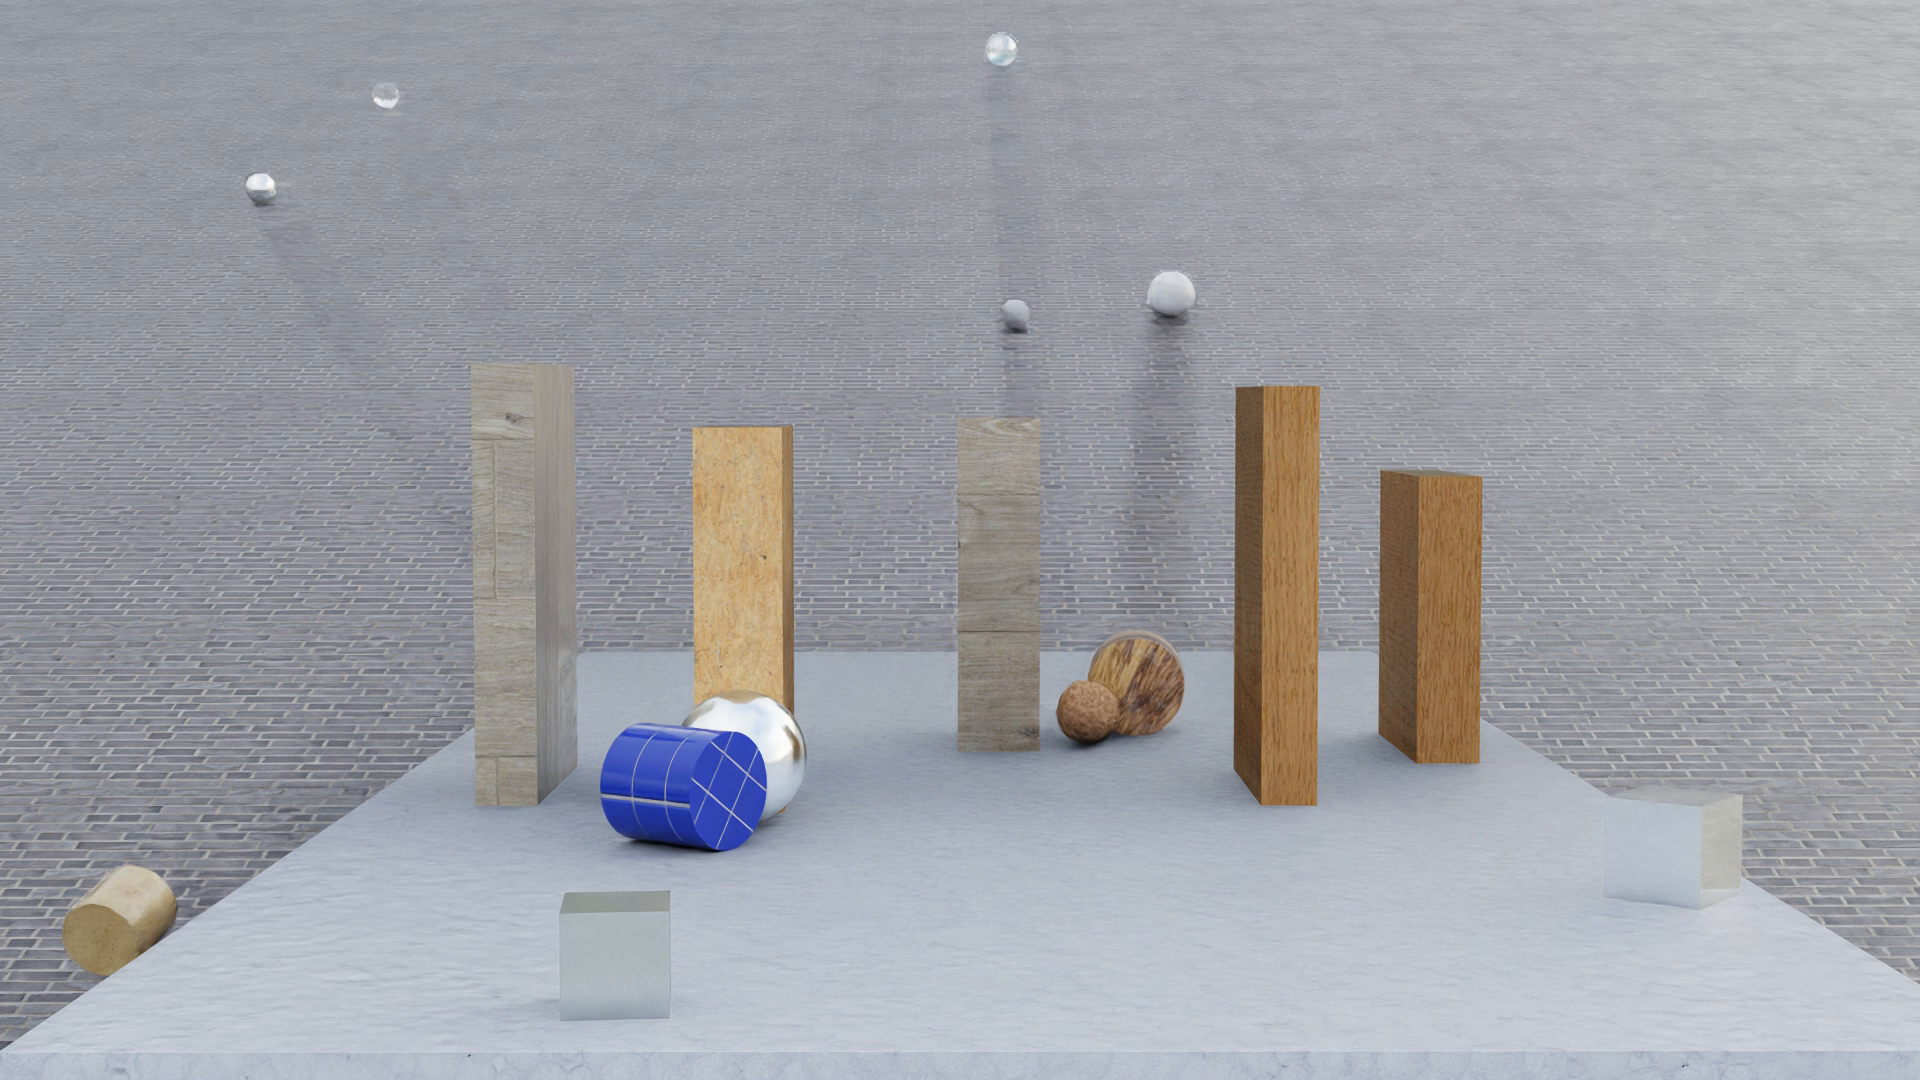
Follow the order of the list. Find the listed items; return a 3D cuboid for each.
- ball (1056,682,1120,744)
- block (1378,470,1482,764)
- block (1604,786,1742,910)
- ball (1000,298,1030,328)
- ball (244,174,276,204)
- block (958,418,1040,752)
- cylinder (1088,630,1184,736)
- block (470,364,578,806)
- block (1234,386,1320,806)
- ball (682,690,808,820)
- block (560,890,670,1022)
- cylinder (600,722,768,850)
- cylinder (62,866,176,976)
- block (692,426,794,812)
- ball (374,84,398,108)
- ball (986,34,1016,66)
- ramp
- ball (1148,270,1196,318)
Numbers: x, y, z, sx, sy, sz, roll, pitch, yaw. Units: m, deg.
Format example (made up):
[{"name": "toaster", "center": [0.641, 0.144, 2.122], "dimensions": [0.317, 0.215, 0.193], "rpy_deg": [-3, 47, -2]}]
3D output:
[{"name": "ball", "center": [0.238, 0.321, 4.786], "dimensions": [0.117, 0.117, 0.117], "rpy_deg": [0, 21, 0]}, {"name": "block", "center": [0.859, 0.130, 4.715], "dimensions": [0.111, 0.505, 0.409], "rpy_deg": [0, 3, 0]}, {"name": "block", "center": [0.920, 0.395, 3.317], "dimensions": [0.130, 0.130, 0.130], "rpy_deg": [3, 4, 39]}, {"name": "ball", "center": [0.204, -0.841, 9.556], "dimensions": [0.111, 0.111, 0.111], "rpy_deg": [0, 21, 0]}, {"name": "ball", "center": [-3.098, -1.558, 11.383], "dimensions": [0.134, 0.134, 0.134], "rpy_deg": [0, 21, 0]}, {"name": "block", "center": [0.070, 0.075, 4.806], "dimensions": [0.149, 0.606, 0.270], "rpy_deg": [0, 3, 0]}, {"name": "cylinder", "center": [0.341, 0.275, 4.988], "dimensions": [0.186, 0.186, 0.186], "rpy_deg": [1, 3, 4]}, {"name": "block", "center": [-0.717, 0.060, 4.256], "dimensions": [0.098, 0.698, 0.431], "rpy_deg": [0, 3, 0]}, {"name": "block", "center": [0.519, 0.078, 4.243], "dimensions": [0.088, 0.661, 0.403], "rpy_deg": [0, 3, 0]}, {"name": "ball", "center": [-0.332, 0.328, 3.884], "dimensions": [0.203, 0.203, 0.203], "rpy_deg": [0, 21, 0]}, {"name": "block", "center": [-0.363, 0.438, 2.714], "dimensions": [0.112, 0.112, 0.112], "rpy_deg": [0, 3, -6]}, {"name": "cylinder", "center": [-0.398, 0.354, 3.704], "dimensions": [0.170, 0.170, 0.170], "rpy_deg": [2, 19, 35]}, {"name": "cylinder", "center": [-1.722, 0.780, 5.273], "dimensions": [0.165, 0.165, 0.165], "rpy_deg": [4, 21, 10]}, {"name": "block", "center": [-0.343, 0.118, 4.112], "dimensions": [0.137, 0.598, 0.276], "rpy_deg": [0, 3, 0]}, {"name": "ball", "center": [-2.974, -2.303, 13.326], "dimensions": [0.127, 0.127, 0.127], "rpy_deg": [0, 21, 0]}, {"name": "ball", "center": [0.233, -2.746, 14.410], "dimensions": [0.173, 0.173, 0.173], "rpy_deg": [0, 21, 0]}, {"name": "ramp", "center": [0.049, 0.444, 4.532], "dimensions": [2.000, 0.100, 4.000], "rpy_deg": [0, 3, 0]}, {"name": "ball", "center": [0.794, -0.922, 9.669], "dimensions": [0.180, 0.180, 0.180], "rpy_deg": [0, 21, 0]}]
